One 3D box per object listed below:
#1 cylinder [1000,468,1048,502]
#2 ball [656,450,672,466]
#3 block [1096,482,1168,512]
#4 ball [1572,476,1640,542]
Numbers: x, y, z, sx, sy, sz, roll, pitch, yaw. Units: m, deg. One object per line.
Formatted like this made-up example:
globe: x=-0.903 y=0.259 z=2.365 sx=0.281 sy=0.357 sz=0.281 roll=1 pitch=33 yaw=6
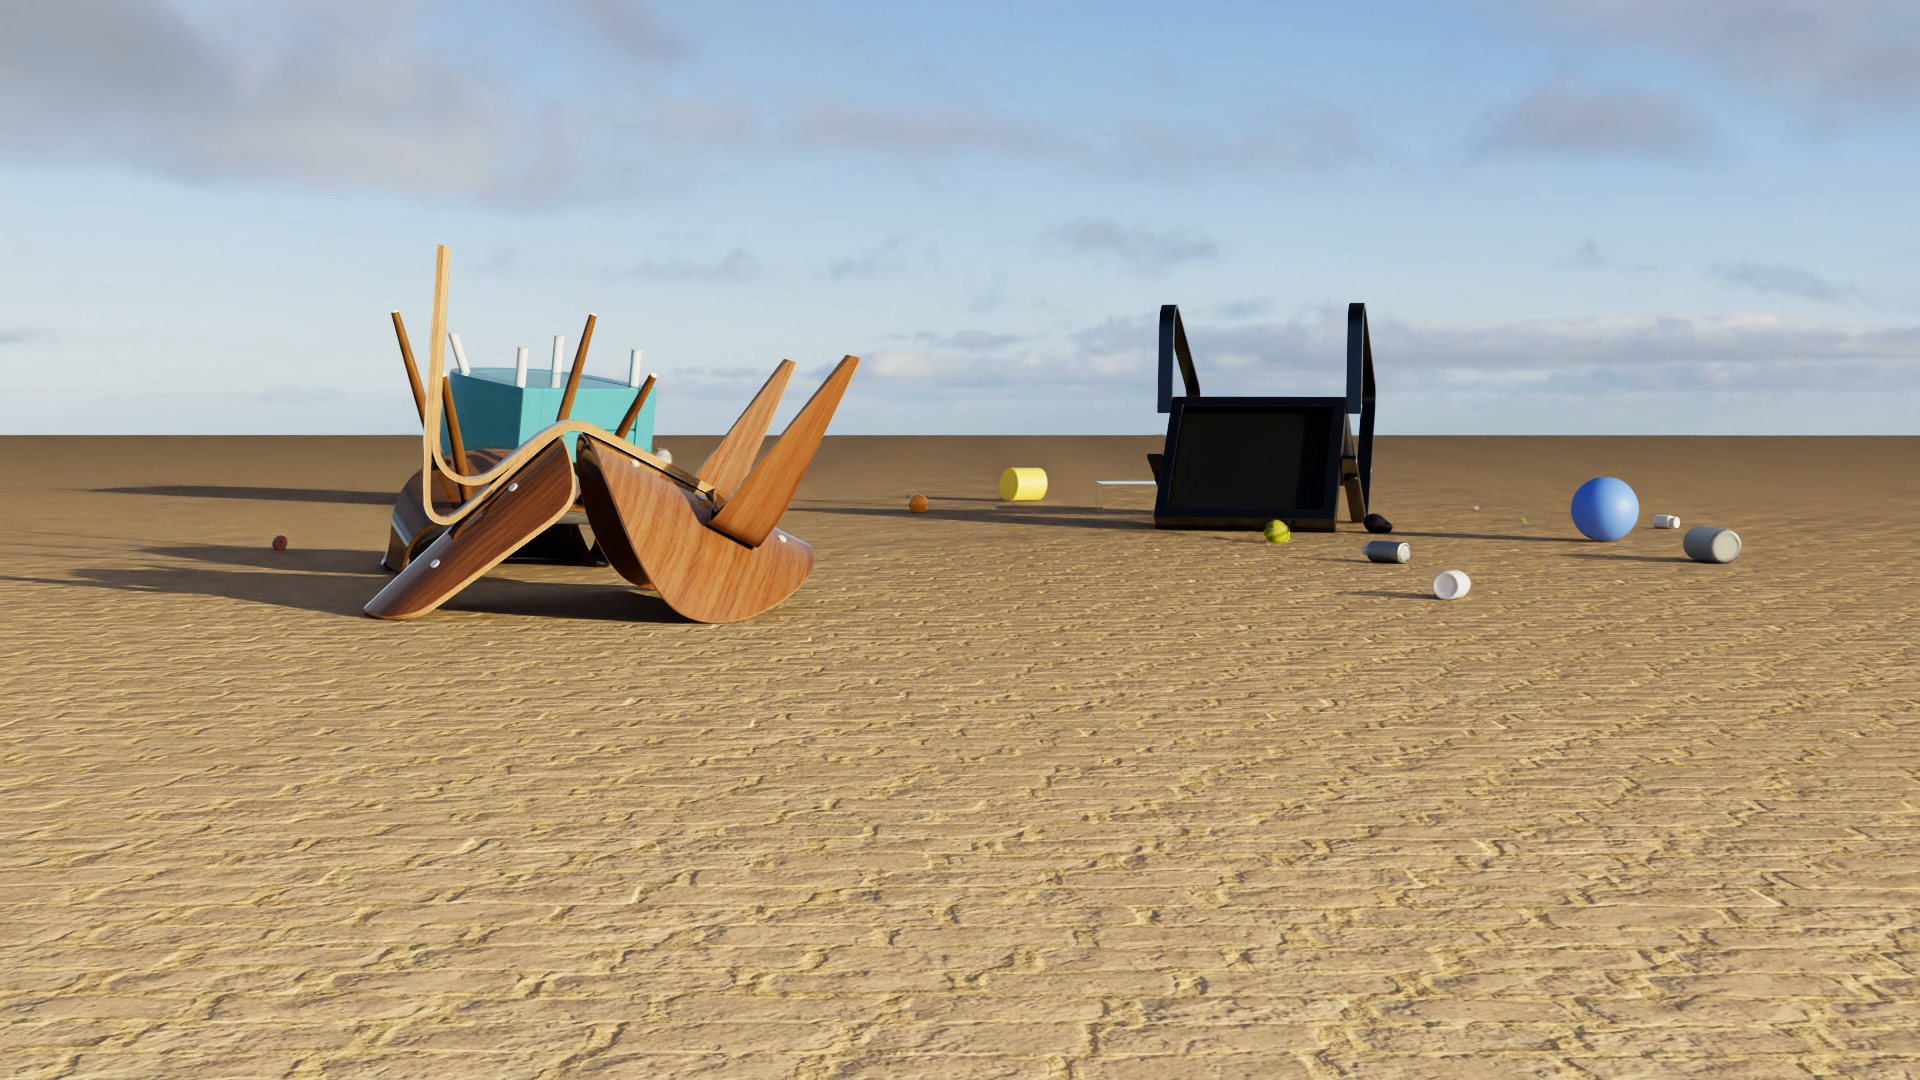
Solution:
cylinder: x=0.254 y=-0.224 z=8.829 sx=0.136 sy=0.129 sz=0.147 roll=-2 pitch=-26 yaw=-31
ball: x=-1.714 y=-0.473 z=12.718 sx=0.099 sy=0.099 sz=0.099 roll=0 pitch=4 yaw=0
block: x=0.630 y=-0.159 z=8.099 sx=0.236 sy=0.105 sz=0.224 roll=0 pitch=4 yaw=-3
ball: x=1.899 y=-0.091 z=6.474 sx=0.192 sy=0.192 sz=0.192 roll=0 pitch=4 yaw=0
